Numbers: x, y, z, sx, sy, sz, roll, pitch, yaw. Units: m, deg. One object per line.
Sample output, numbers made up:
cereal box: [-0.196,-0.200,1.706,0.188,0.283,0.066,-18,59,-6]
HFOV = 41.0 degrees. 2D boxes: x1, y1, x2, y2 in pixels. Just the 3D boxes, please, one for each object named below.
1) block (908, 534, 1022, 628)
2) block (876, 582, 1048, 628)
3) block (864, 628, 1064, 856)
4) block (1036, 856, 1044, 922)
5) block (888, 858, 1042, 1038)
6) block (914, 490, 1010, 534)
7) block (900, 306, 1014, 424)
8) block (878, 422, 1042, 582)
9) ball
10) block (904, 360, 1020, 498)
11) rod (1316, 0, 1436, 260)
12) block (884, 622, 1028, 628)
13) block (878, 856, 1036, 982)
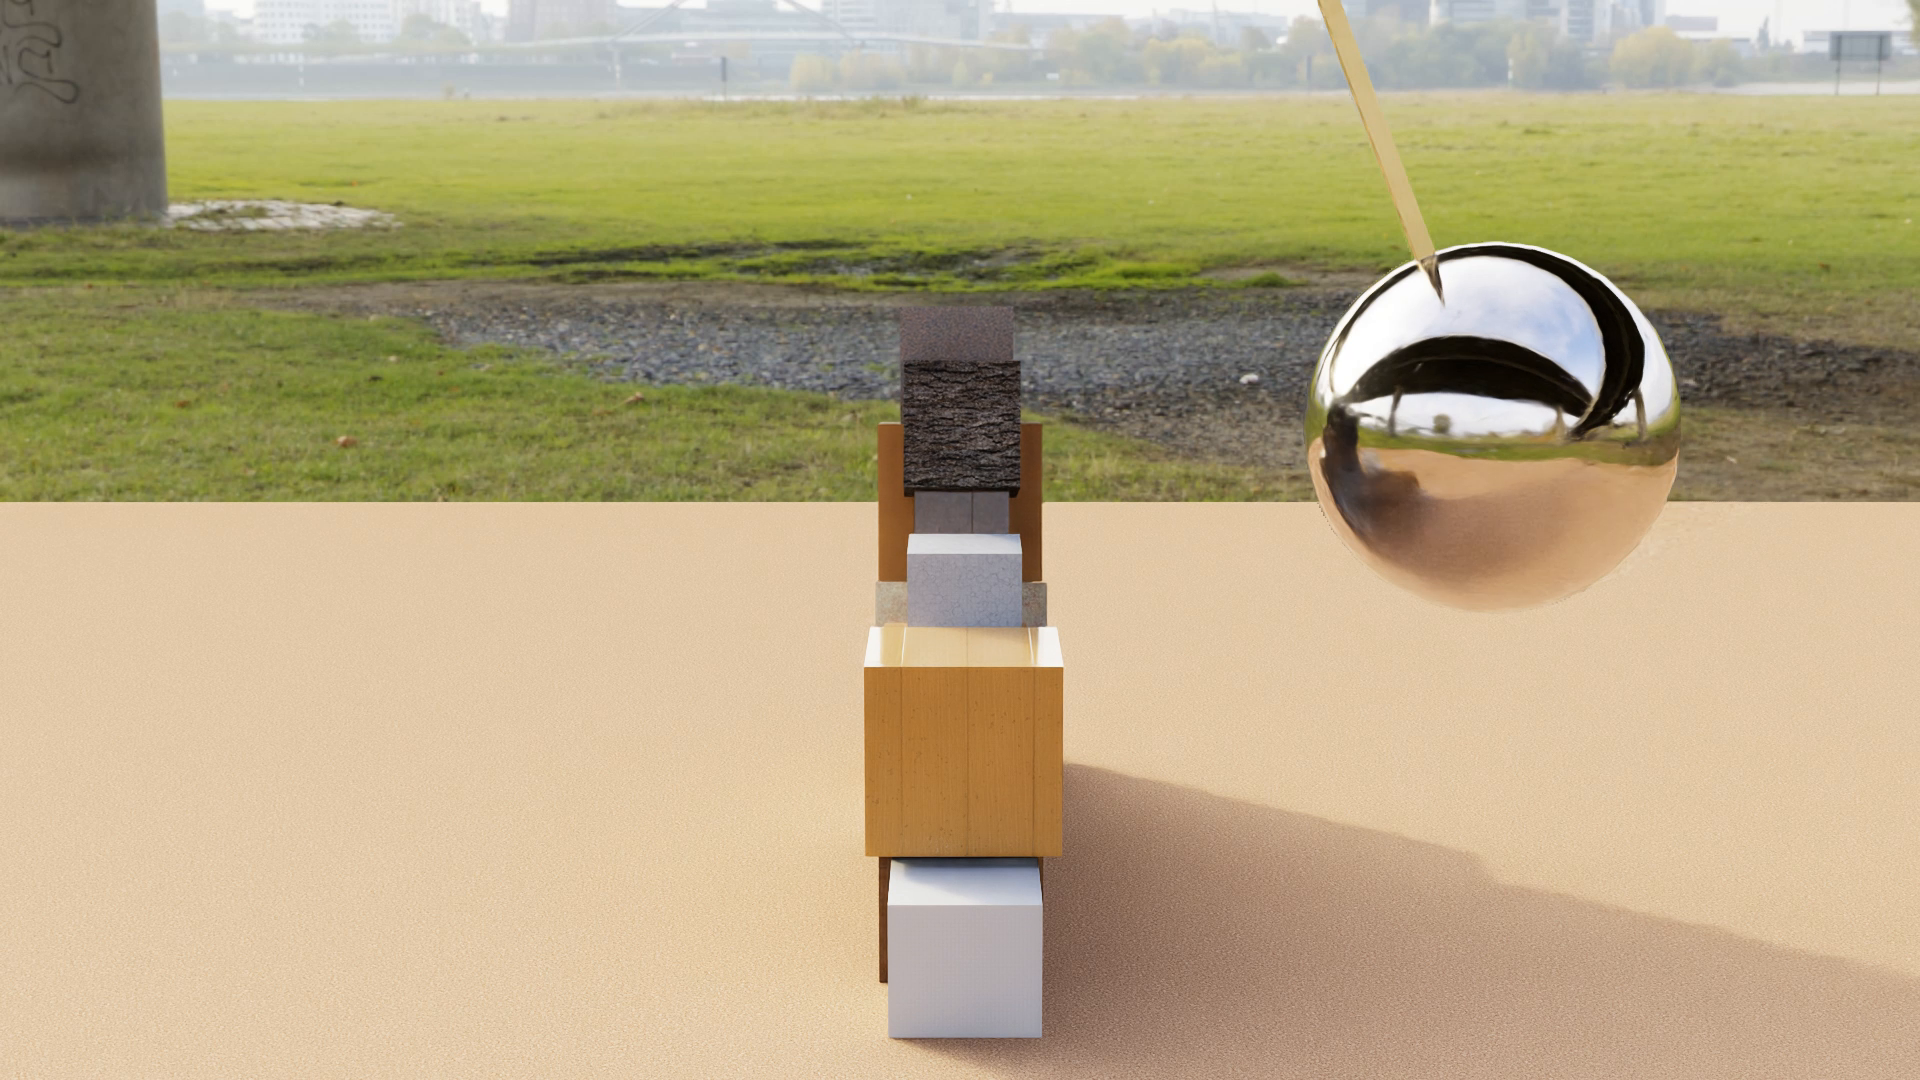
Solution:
block: [0.019,0.206,10.650,0.465,0.389,0.452,0,10,0]
block: [0.003,0.535,11.410,0.742,0.662,0.725,0,-4,0]
block: [0.014,0.779,10.067,0.751,0.743,0.703,0,10,0]
block: [0.016,1.228,10.977,0.663,0.657,0.575,0,10,0]
block: [0.019,1.534,9.704,0.567,0.510,0.574,0,10,0]
block: [0.005,-0.003,11.300,0.409,0.397,0.472,0,-4,0]
block: [-0.018,-0.799,11.740,0.508,0.527,0.475,0,4,-1]
block: [-0.001,-0.184,11.862,0.738,0.715,0.627,0,4,0]
ball: [2.295,-0.485,11.092,1.600,1.600,1.600,0,10,0]
block: [0.006,-0.480,11.230,0.498,0.546,0.519,0,-4,-1]
rod: [0.994,-3.576,10.530,0.080,5.200,0.080,-22,10,4]
block: [-0.018,0.669,10.703,0.604,0.540,0.567,0,10,0]
block: [-0.009,1.392,10.342,0.614,0.561,0.713,0,10,0]
